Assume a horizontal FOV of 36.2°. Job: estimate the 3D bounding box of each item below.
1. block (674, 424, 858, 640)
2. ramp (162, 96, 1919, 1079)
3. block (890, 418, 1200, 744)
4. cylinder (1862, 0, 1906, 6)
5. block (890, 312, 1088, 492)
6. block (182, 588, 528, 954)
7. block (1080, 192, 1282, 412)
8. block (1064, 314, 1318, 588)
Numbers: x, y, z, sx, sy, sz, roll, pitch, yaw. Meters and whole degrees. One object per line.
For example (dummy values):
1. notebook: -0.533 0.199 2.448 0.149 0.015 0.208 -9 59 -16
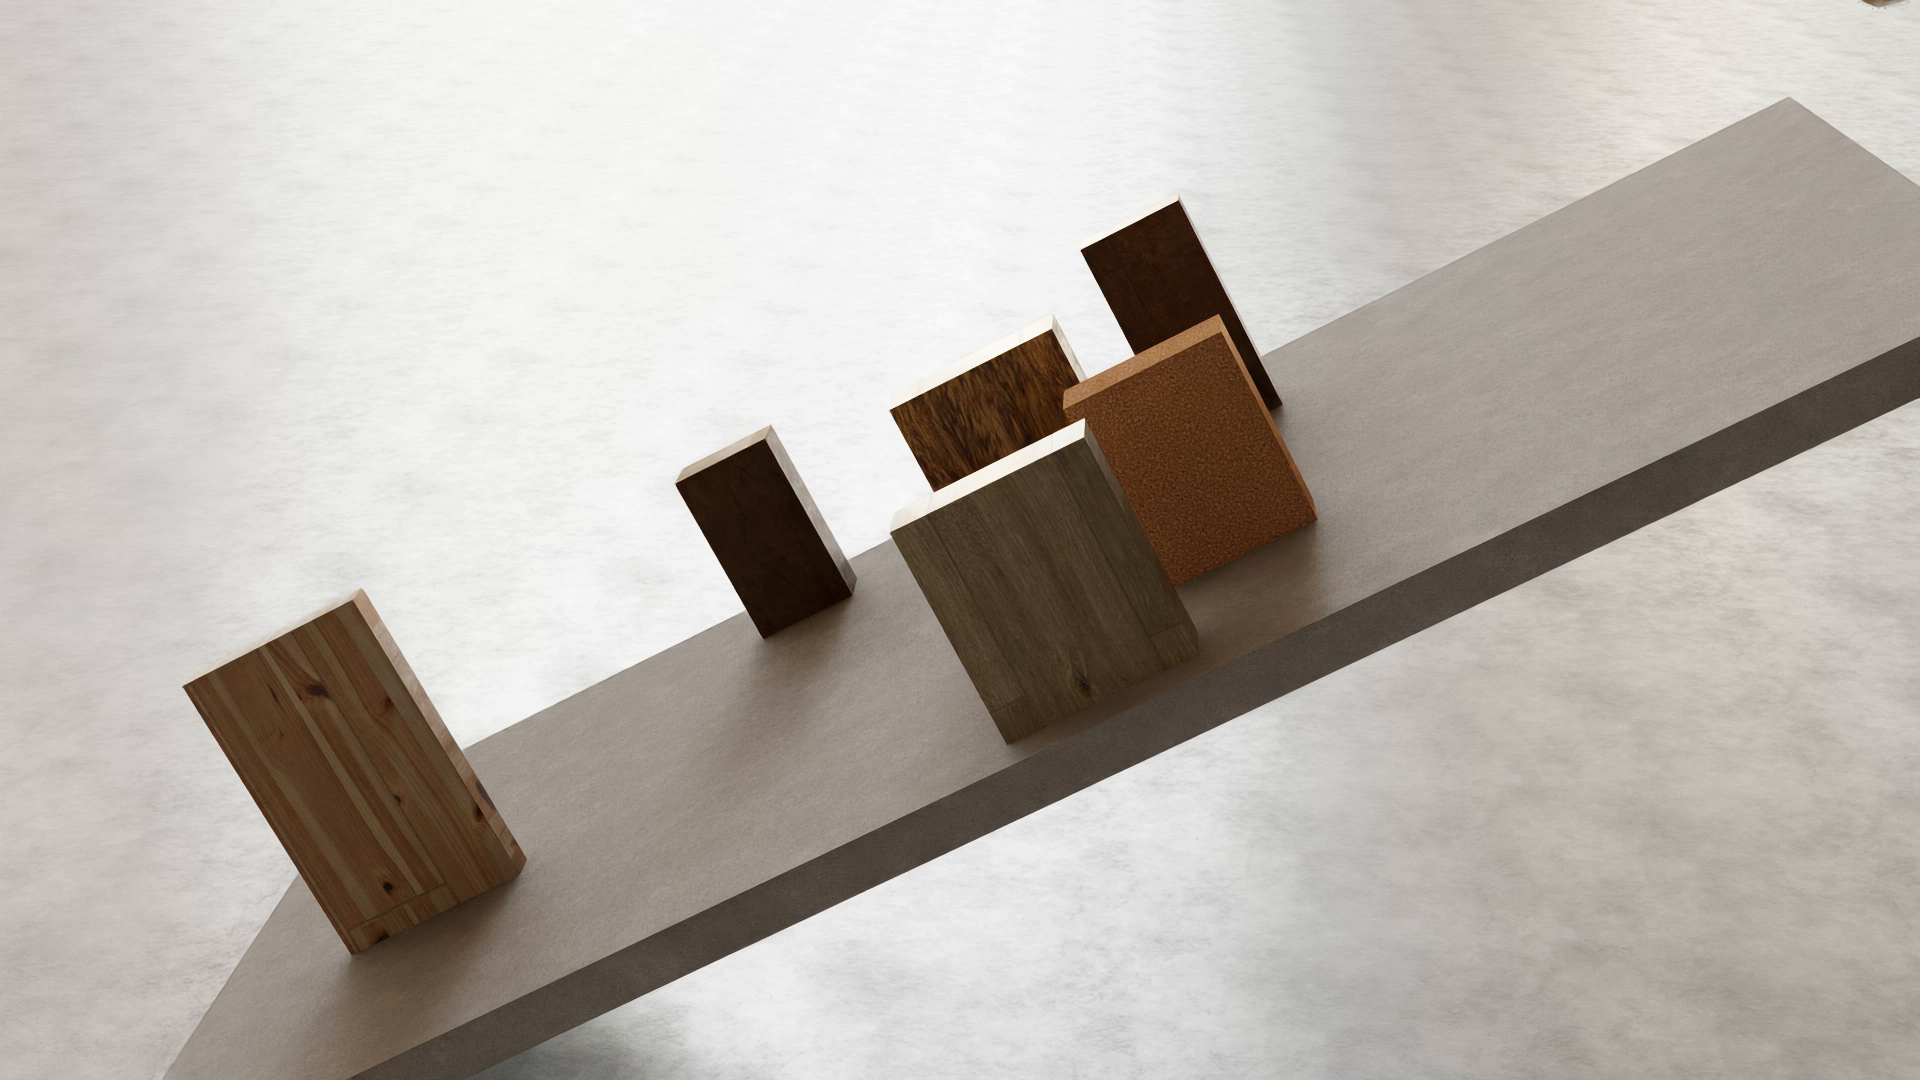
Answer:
1. block: -0.459 -0.020 7.005 0.244 0.432 0.133 -26 14 10
2. ramp: 0.140 0.167 6.281 4.000 0.100 2.000 -26 14 10
3. block: 0.157 0.078 5.394 0.394 0.460 0.129 -26 14 10
4. cylinder: 1.774 -1.101 5.496 0.177 0.177 0.177 -8 3 -25
5. block: 0.134 -0.184 6.358 0.390 0.468 0.150 -26 14 10
6. block: -1.277 0.495 6.229 0.422 0.688 0.081 -26 14 10
7. block: 0.498 -0.487 6.614 0.245 0.523 0.090 -26 14 10
8. block: 0.452 -0.168 5.776 0.340 0.422 0.149 -26 14 10
